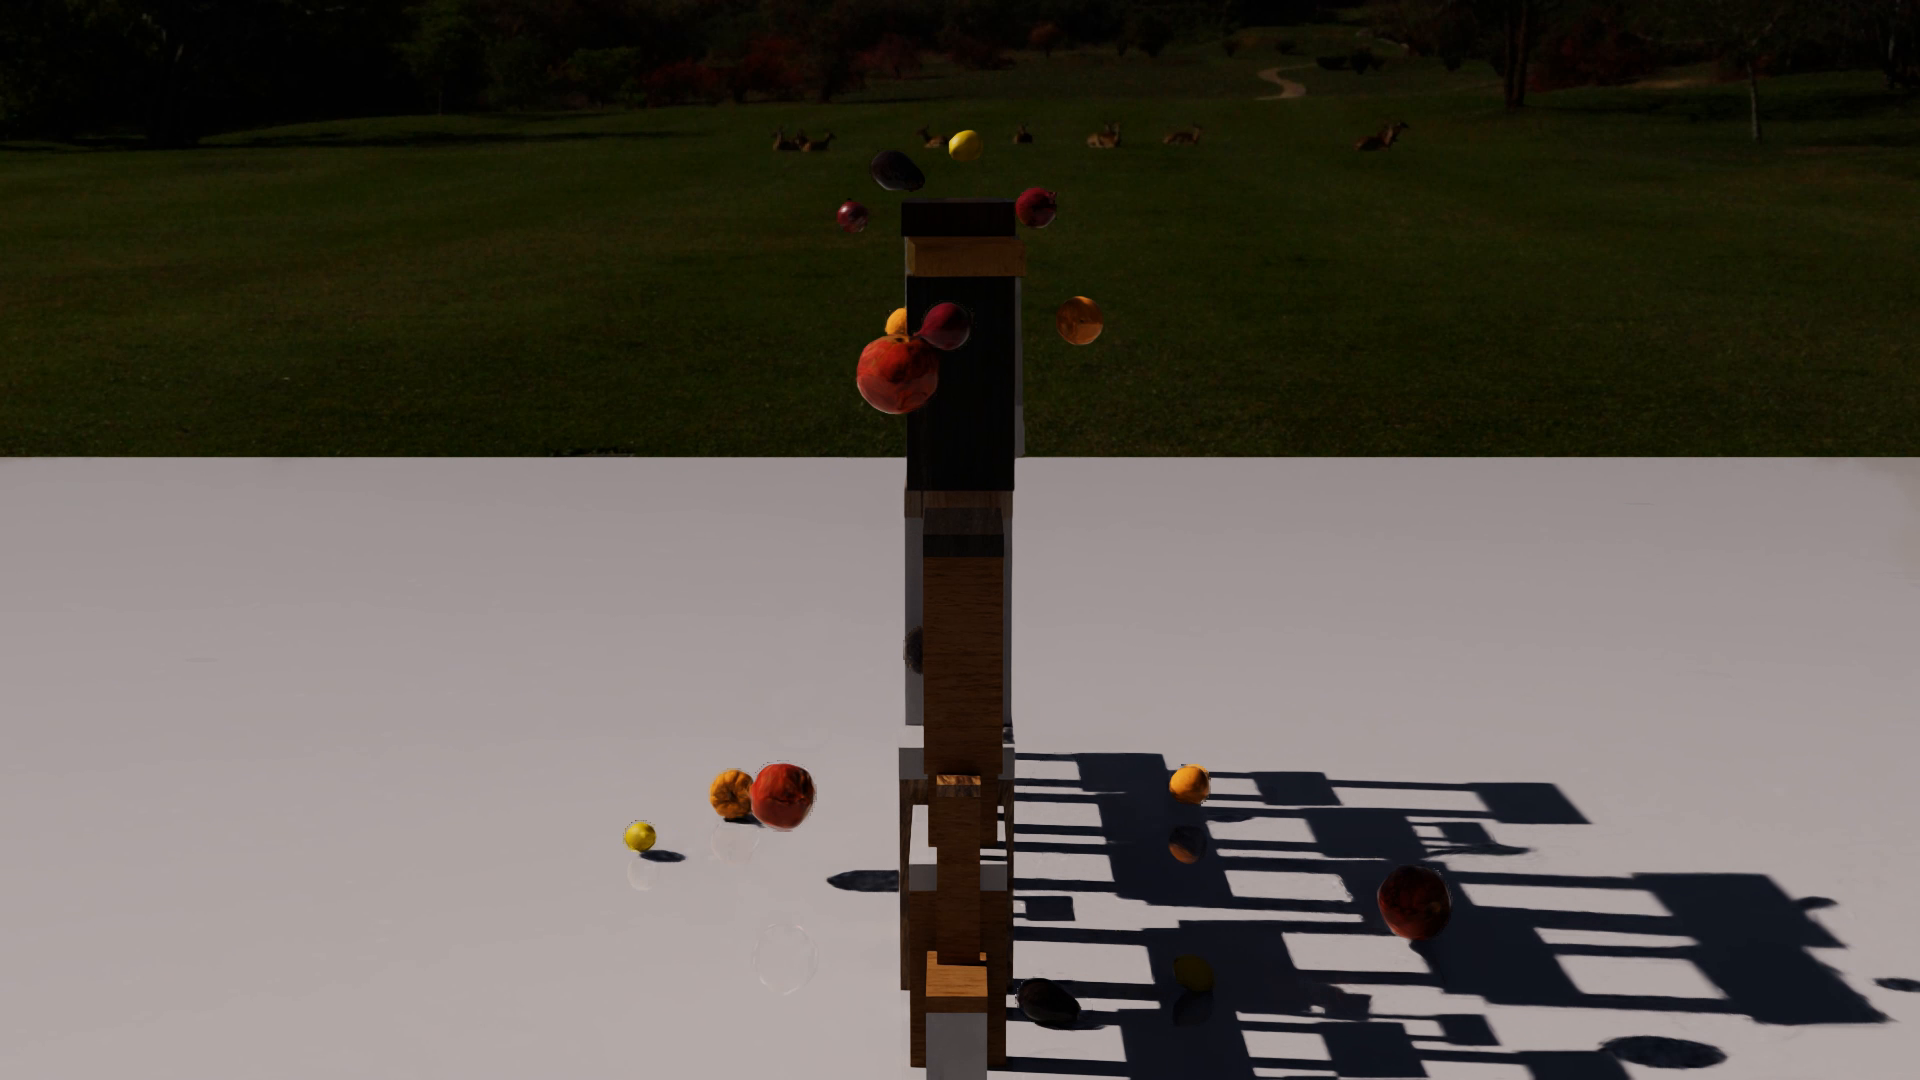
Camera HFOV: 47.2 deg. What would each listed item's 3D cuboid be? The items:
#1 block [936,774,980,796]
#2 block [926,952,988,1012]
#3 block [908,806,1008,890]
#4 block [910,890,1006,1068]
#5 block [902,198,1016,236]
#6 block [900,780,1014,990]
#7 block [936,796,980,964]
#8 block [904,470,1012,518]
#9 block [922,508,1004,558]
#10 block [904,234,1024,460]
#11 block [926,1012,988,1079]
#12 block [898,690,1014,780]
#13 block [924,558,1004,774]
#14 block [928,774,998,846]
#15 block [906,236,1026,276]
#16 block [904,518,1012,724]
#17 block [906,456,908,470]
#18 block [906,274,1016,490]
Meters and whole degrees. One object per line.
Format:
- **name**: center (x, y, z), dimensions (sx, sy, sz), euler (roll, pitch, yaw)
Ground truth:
- **block**: center (-0.002, 0.312, 2.880), dimensions (0.056, 0.016, 0.112), euler (0, 11, 0)
- **block**: center (-0.004, 0.572, 2.852), dimensions (0.078, 0.022, 0.156), euler (0, 11, 0)
- **block**: center (-0.002, 0.423, 3.041), dimensions (0.130, 0.037, 0.260), euler (0, 11, 0)
- **block**: center (-0.003, 0.585, 2.982), dimensions (0.130, 0.260, 0.037), euler (0, 11, 0)
- **block**: center (-0.002, -0.521, 3.532), dimensions (0.175, 0.050, 0.350), euler (0, 10, 0)
- **block**: center (-0.005, 0.498, 3.248), dimensions (0.167, 0.334, 0.047), euler (0, 11, 0)
- **block**: center (-0.002, 0.441, 2.866), dimensions (0.056, 0.232, 0.016), euler (0, 10, 0)
- **block**: center (-0.002, -0.082, 3.349), dimensions (0.158, 0.045, 0.315), euler (0, 10, 0)
- **block**: center (0.004, -0.011, 2.896), dimensions (0.103, 0.029, 0.206), euler (0, 11, 0)
- **block**: center (0.008, -0.307, 3.479), dimensions (0.175, 0.350, 0.050), euler (4, 15, 23)
- **block**: center (-0.004, 0.669, 2.817), dimensions (0.078, 0.156, 0.022), euler (0, 11, 0)
- **block**: center (-0.005, 0.291, 3.323), dimensions (0.167, 0.047, 0.334), euler (0, 11, 0)
- **block**: center (0.004, 0.159, 2.858), dimensions (0.103, 0.292, 0.029), euler (0, 11, 0)
- **block**: center (0.004, 0.321, 2.976), dimensions (0.094, 0.188, 0.027), euler (0, 11, 0)
- **block**: center (0.005, -0.417, 3.222), dimensions (0.154, 0.044, 0.308), euler (-1, 10, -4)
- **block**: center (-0.002, 0.115, 3.272), dimensions (0.157, 0.315, 0.045), euler (0, 8, 0)
- **block**: center (-0.001, -0.312, 3.679), dimensions (0.175, 0.412, 0.050), euler (0, 10, 2)
- **block**: center (0.001, -0.226, 3.152), dimensions (0.154, 0.308, 0.044), euler (0, 10, 0)
